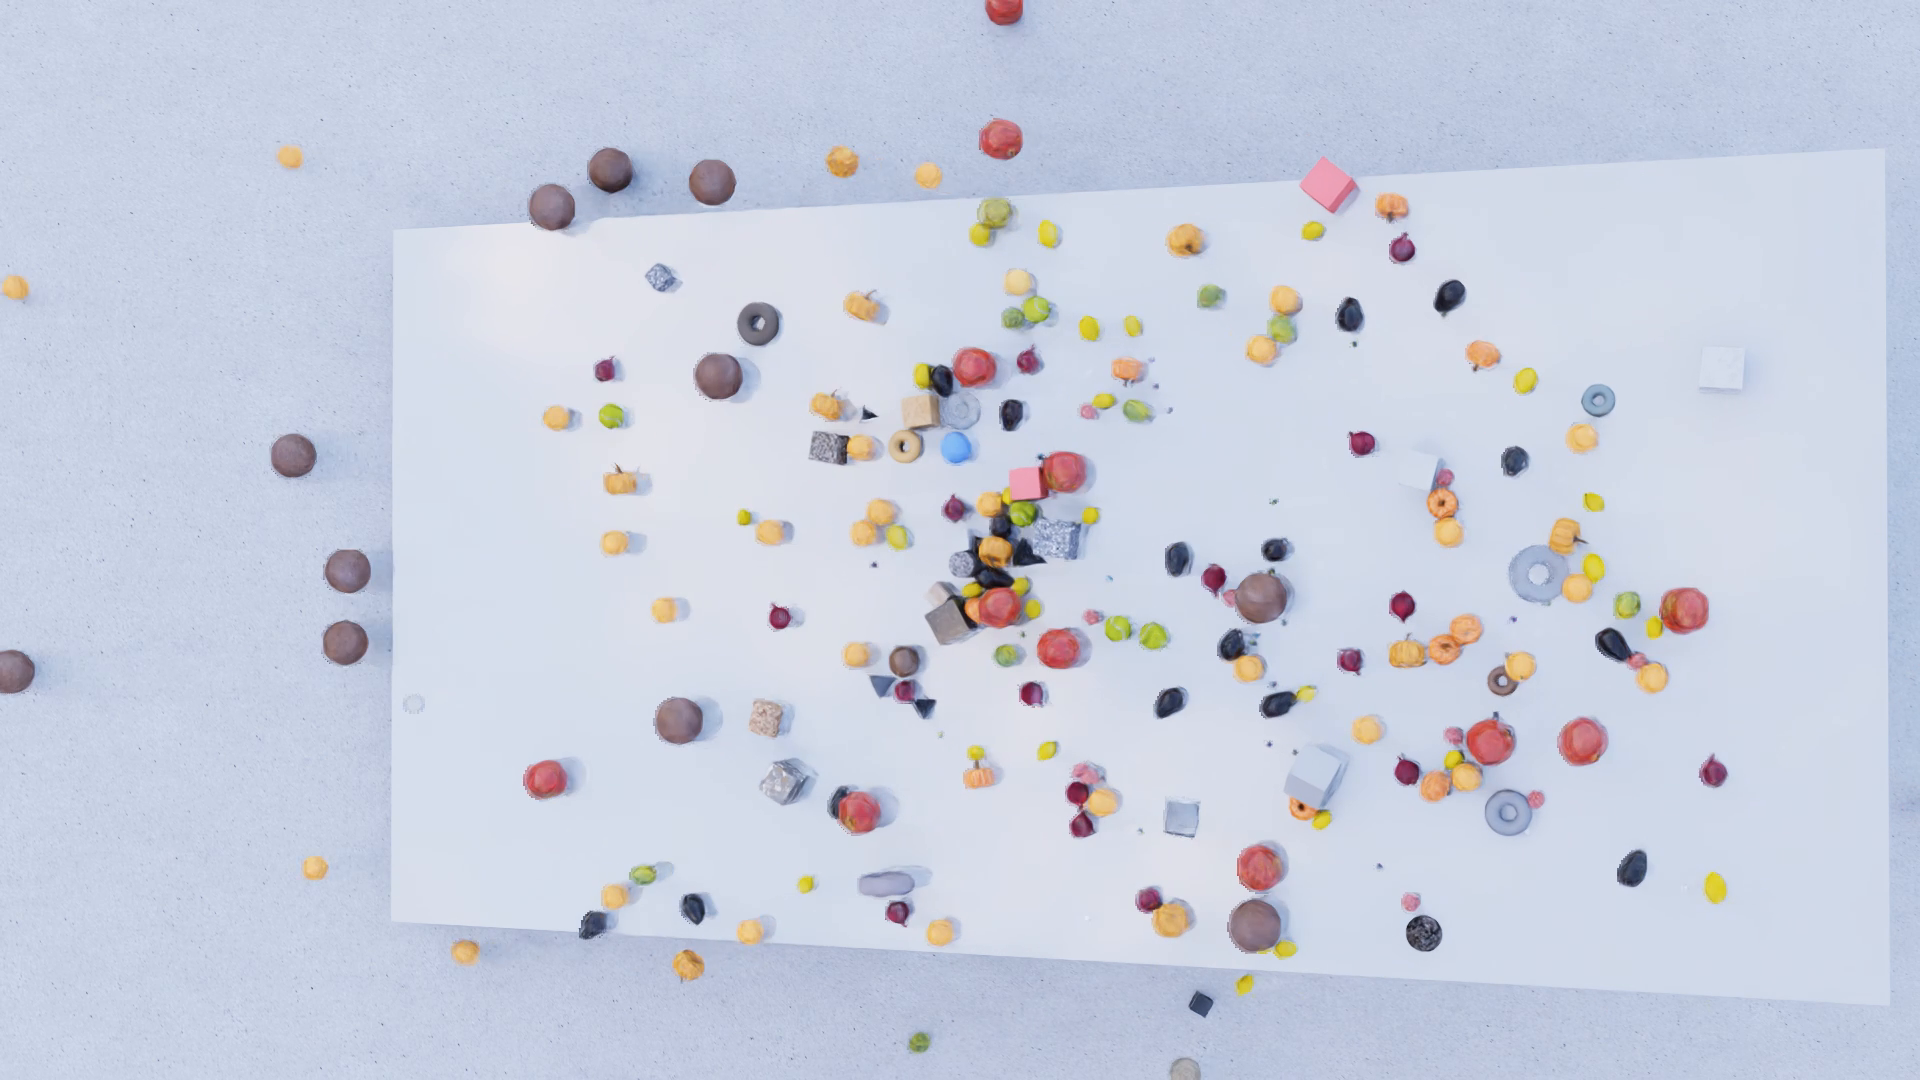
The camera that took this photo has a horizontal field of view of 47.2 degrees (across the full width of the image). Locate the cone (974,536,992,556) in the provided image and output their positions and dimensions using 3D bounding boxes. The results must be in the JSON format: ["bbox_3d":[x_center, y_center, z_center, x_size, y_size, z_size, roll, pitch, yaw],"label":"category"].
[{"bbox_3d":[0.050,0.006,5.802,0.053,0.053,0.053,-36,51,0],"label":"cone"}]

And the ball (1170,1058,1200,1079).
[{"bbox_3d":[0.644,1.526,6.292,0.090,0.090,0.090,0,89,0],"label":"ball"}]

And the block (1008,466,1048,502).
[{"bbox_3d":[0.179,-0.146,5.733,0.080,0.080,0.080,-6,87,18],"label":"block"}]

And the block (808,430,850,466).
[{"bbox_3d":[-0.351,-0.247,5.907,0.079,0.079,0.079,11,93,18],"label":"block"}]

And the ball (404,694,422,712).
[{"bbox_3d":[-1.566,0.466,6.305,0.050,0.050,0.050,0,89,0],"label":"ball"}]

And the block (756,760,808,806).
[{"bbox_3d":[-0.478,0.655,5.932,0.084,0.084,0.084,32,99,16],"label":"block"}]

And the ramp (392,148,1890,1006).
[{"bbox_3d":[0.276,0.093,5.793,4.000,0.100,2.000,0,89,18],"label":"ramp"}]

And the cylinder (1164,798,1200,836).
[{"bbox_3d":[0.565,0.705,5.593,0.085,0.085,0.085,6,91,0],"label":"cylinder"}]

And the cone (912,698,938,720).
[{"bbox_3d":[-0.086,0.438,5.838,0.062,0.062,0.062,-30,89,-12],"label":"cone"}]

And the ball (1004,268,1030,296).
[{"bbox_3d":[0.151,-0.675,5.755,0.070,0.070,0.070,0,89,0],"label":"ball"}]

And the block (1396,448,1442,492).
[{"bbox_3d":[1.131,-0.171,5.422,0.086,0.086,0.086,15,94,18],"label":"block"}]

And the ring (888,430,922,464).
[{"bbox_3d":[-0.147,-0.249,5.866,0.094,0.031,0.094,0,89,19],"label":"ring"}]

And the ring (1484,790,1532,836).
[{"bbox_3d":[1.338,0.667,5.368,0.114,0.038,0.114,0,90,18],"label":"ring"}]

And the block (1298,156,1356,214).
[{"bbox_3d":[0.920,-0.887,5.496,0.094,0.094,0.094,42,101,14],"label":"block"}]

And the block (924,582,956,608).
[{"bbox_3d":[-0.053,0.147,5.818,0.054,0.054,0.054,-46,77,12],"label":"block"}]

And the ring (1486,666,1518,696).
[{"bbox_3d":[1.328,0.346,5.383,0.075,0.025,0.075,0,90,18],"label":"ring"}]

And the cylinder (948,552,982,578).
[{"bbox_3d":[0.014,0.065,5.789,0.070,0.070,0.070,0,89,18],"label":"cylinder"}]

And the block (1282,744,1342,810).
[{"bbox_3d":[0.875,0.588,5.466,0.100,0.100,0.100,27,59,16],"label":"block"}]

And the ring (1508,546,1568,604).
[{"bbox_3d":[1.406,0.083,5.350,0.143,0.048,0.143,0,90,17],"label":"ring"}]

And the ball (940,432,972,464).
[{"bbox_3d":[-0.012,-0.244,5.794,0.083,0.083,0.083,0,89,0],"label":"ball"}]

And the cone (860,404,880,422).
[{"bbox_3d":[-0.240,-0.335,5.901,0.050,0.050,0.050,9,89,-9],"label":"cone"}]

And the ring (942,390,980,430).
[{"bbox_3d":[0.004,-0.342,5.816,0.105,0.035,0.105,-1,88,18],"label":"ring"}]

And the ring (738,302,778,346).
[{"bbox_3d":[-0.550,-0.591,5.996,0.121,0.040,0.121,0,91,19],"label":"ring"}]

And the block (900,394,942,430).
[{"bbox_3d":[-0.104,-0.340,5.828,0.079,0.079,0.079,-7,87,18],"label":"block"}]

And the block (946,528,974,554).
[{"bbox_3d":[0.003,0.002,5.800,0.057,0.057,0.057,-9,87,18],"label":"block"}]

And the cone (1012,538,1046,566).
[{"bbox_3d":[0.189,0.046,5.750,0.081,0.081,0.081,20,89,-10],"label":"cone"}]

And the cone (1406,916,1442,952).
[{"bbox_3d":[1.135,0.974,5.402,0.090,0.090,0.090,0,89,18],"label":"cone"}]

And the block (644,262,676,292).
[{"bbox_3d":[-0.829,-0.726,6.081,0.054,0.054,0.054,-41,78,13],"label":"block"}]

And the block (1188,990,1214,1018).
[{"bbox_3d":[0.703,1.354,6.413,0.051,0.051,0.051,30,89,0],"label":"block"}]

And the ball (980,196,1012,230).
[{"bbox_3d":[0.094,-0.857,5.767,0.086,0.086,0.086,0,89,0],"label":"ball"}]

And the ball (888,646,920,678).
[{"bbox_3d":[-0.148,0.321,5.829,0.086,0.086,0.086,0,89,0],"label":"ball"}]

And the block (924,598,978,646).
[{"bbox_3d":[-0.022,0.215,5.787,0.090,0.090,0.090,-31,80,15],"label":"block"}]

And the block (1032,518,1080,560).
[{"bbox_3d":[0.250,-0.004,5.700,0.094,0.094,0.094,8,92,18],"label":"block"}]

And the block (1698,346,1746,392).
[{"bbox_3d":[1.802,-0.404,5.203,0.095,0.095,0.095,4,91,18],"label":"block"}]

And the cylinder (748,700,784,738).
[{"bbox_3d":[-0.526,0.483,5.950,0.082,0.082,0.082,13,93,0],"label":"cylinder"}]

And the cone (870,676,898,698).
[{"bbox_3d":[-0.196,0.380,5.873,0.067,0.067,0.067,-24,89,-11],"label":"cone"}]

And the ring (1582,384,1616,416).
[{"bbox_3d":[1.545,-0.338,5.322,0.080,0.027,0.080,0,91,18],"label":"ring"}]
